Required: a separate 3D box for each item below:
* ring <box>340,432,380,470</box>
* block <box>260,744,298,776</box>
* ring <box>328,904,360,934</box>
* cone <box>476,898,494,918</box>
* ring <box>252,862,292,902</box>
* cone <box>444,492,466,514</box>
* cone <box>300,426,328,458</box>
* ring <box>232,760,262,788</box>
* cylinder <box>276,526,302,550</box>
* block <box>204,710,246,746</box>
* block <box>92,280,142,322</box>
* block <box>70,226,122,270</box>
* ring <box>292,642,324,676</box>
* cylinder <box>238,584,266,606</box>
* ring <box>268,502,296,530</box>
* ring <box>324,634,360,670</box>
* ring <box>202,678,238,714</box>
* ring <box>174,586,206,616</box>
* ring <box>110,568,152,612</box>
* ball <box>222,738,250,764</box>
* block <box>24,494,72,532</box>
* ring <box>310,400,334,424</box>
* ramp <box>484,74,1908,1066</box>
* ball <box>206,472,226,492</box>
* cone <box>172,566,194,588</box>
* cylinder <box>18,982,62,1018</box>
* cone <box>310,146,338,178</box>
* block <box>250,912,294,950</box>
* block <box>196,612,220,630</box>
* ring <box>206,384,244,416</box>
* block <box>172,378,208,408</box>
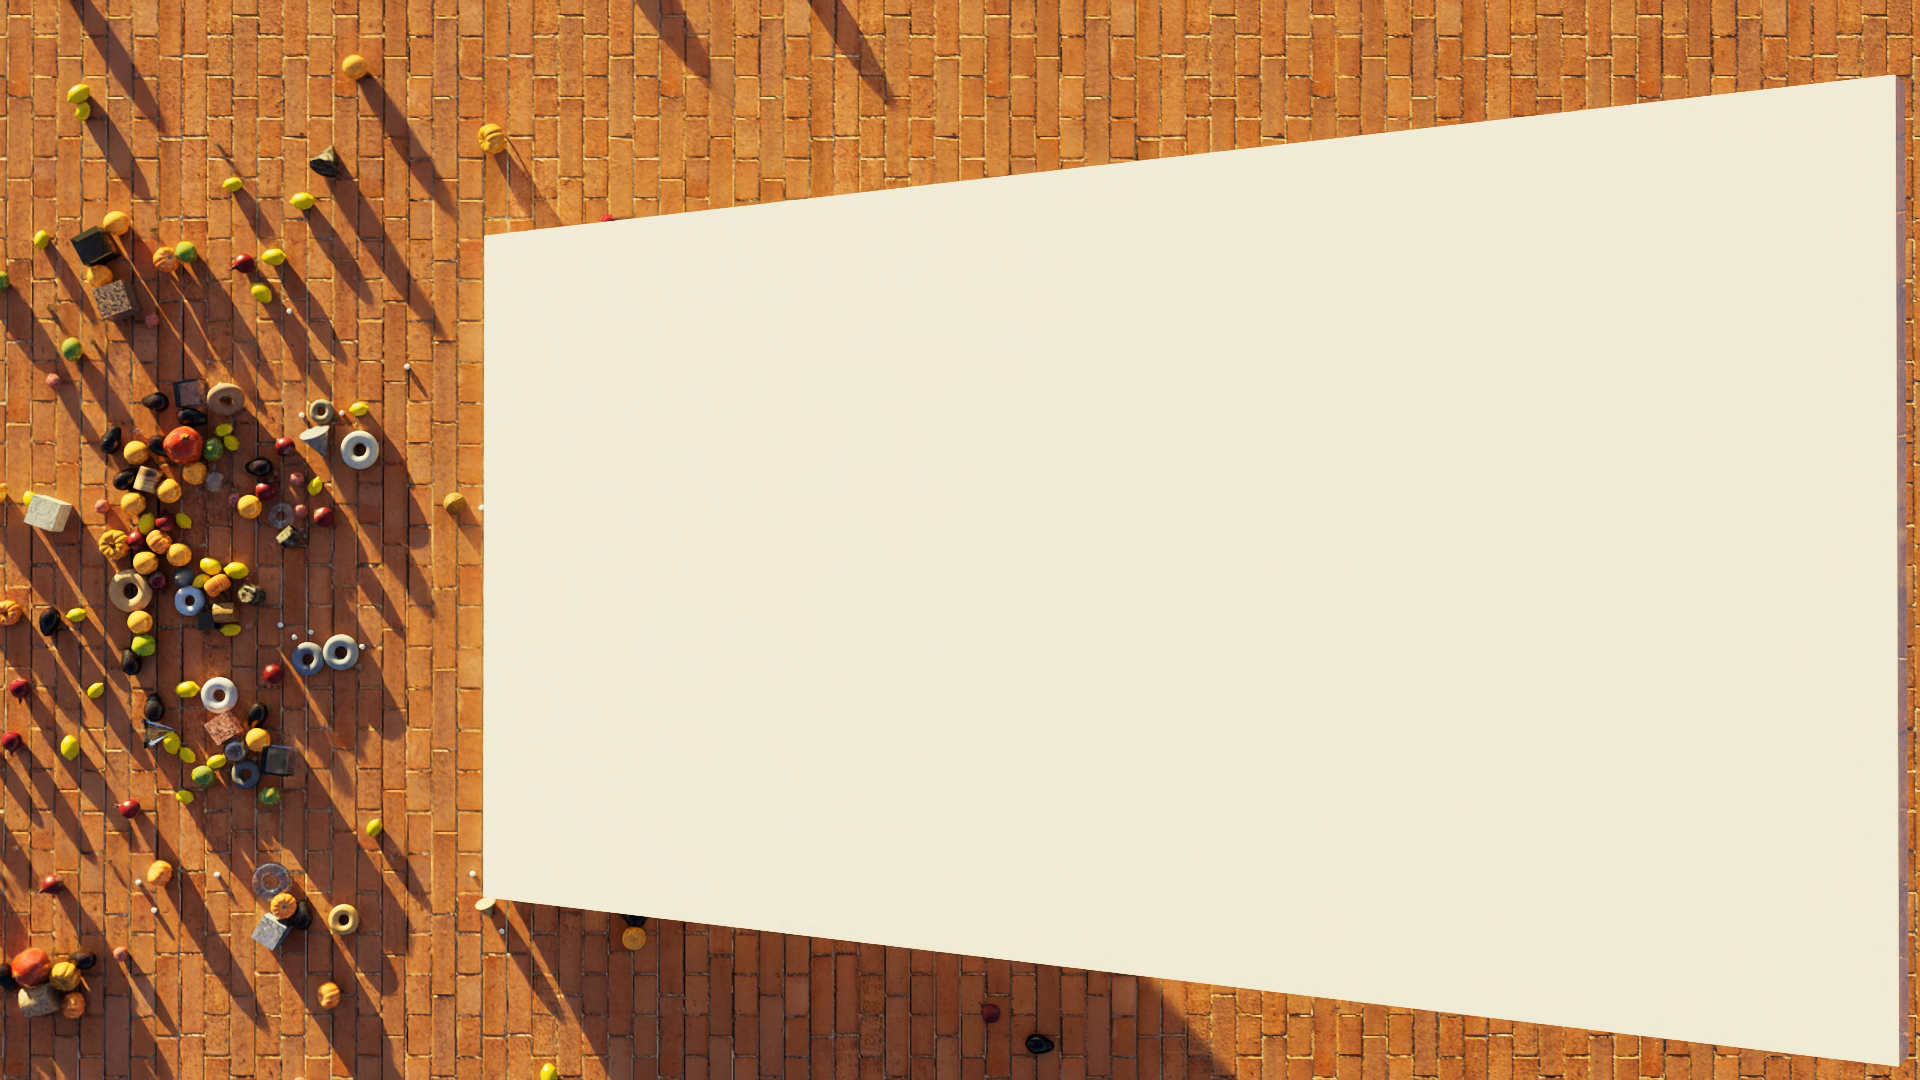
[{"bbox_3d":[-1.833,-0.275,6.718,0.117,0.039,0.117,0,88,1],"label":"ring"},{"bbox_3d":[-2.071,0.671,6.688,0.082,0.082,0.082,7,90,0],"label":"block"},{"bbox_3d":[-1.880,1.158,6.710,0.094,0.031,0.094,0,89,-1],"label":"ring"},{"bbox_3d":[-1.440,1.133,6.712,0.060,0.060,0.060,-15,116,0],"label":"cone"},{"bbox_3d":[-2.099,1.041,6.706,0.123,0.041,0.123,0,89,0],"label":"ring"},{"bbox_3d":[-1.547,-0.111,6.701,0.068,0.068,0.068,0,90,0],"label":"cone"},{"bbox_3d":[-1.956,-0.289,6.717,0.092,0.092,0.092,-15,116,0],"label":"cone"},{"bbox_3d":[-2.178,0.715,6.714,0.091,0.030,0.091,0,88,0],"label":"ring"},{"bbox_3d":[-2.046,-0.008,6.708,0.054,0.054,0.054,-42,90,0],"label":"cylinder"},{"bbox_3d":[-2.236,0.571,6.692,0.075,0.075,0.075,-34,90,0],"label":"block"},{"bbox_3d":[-2.564,-0.727,6.694,0.094,0.094,0.094,-20,90,0],"label":"block"},{"bbox_3d":[-2.632,-0.891,6.697,0.090,0.090,0.090,-28,90,0],"label":"block"},{"bbox_3d":[-1.990,0.363,6.715,0.103,0.034,0.103,0,88,1],"label":"ring"},{"bbox_3d":[-2.155,0.166,6.696,0.057,0.057,0.057,-4,78,17],"label":"cylinder"},{"bbox_3d":[-2.074,-0.075,6.722,0.083,0.028,0.083,0,90,-1],"label":"ring"},{"bbox_3d":[-1.889,0.343,6.714,0.110,0.037,0.110,0,91,0],"label":"ring"},{"bbox_3d":[-2.261,0.475,6.713,0.111,0.037,0.111,0,91,0],"label":"ring"},{"bbox_3d":[-2.352,0.185,6.718,0.094,0.031,0.094,0,88,0],"label":"ring"},{"bbox_3d":[-2.530,0.155,6.711,0.134,0.045,0.134,0,91,1],"label":"ring"},{"bbox_3d":[-2.201,0.641,6.689,0.081,0.081,0.081,0,90,0],"label":"ball"},{"bbox_3d":[-2.774,-0.081,6.692,0.088,0.088,0.088,20,90,0],"label":"block"},{"bbox_3d":[-1.952,-0.393,6.726,0.075,0.025,0.075,0,89,1],"label":"ring"},{"bbox_3d":[0.253,0.069,5.584,4.000,0.100,2.000,0,89,34],"label":"ramp"},{"bbox_3d":[-2.270,-0.177,6.706,0.060,0.060,0.060,0,90,0],"label":"ball"},{"bbox_3d":[-2.377,0.115,6.700,0.067,0.067,0.067,0,90,0],"label":"cone"},{"bbox_3d":[-2.794,1.396,6.679,0.089,0.089,0.089,-14,90,0],"label":"cylinder"},{"bbox_3d":[-1.931,-1.173,6.724,0.090,0.090,0.090,10,63,0],"label":"cone"},{"bbox_3d":[-2.091,1.188,6.686,0.078,0.078,0.078,31,90,0],"label":"block"},{"bbox_3d":[-2.293,0.246,6.706,0.053,0.053,0.053,-4,90,0],"label":"block"},{"bbox_3d":[-2.235,-0.428,6.697,0.111,0.037,0.111,-13,131,-15],"label":"ring"},{"bbox_3d":[-2.343,-0.445,6.701,0.075,0.075,0.075,-8,90,0],"label":"block"}]
